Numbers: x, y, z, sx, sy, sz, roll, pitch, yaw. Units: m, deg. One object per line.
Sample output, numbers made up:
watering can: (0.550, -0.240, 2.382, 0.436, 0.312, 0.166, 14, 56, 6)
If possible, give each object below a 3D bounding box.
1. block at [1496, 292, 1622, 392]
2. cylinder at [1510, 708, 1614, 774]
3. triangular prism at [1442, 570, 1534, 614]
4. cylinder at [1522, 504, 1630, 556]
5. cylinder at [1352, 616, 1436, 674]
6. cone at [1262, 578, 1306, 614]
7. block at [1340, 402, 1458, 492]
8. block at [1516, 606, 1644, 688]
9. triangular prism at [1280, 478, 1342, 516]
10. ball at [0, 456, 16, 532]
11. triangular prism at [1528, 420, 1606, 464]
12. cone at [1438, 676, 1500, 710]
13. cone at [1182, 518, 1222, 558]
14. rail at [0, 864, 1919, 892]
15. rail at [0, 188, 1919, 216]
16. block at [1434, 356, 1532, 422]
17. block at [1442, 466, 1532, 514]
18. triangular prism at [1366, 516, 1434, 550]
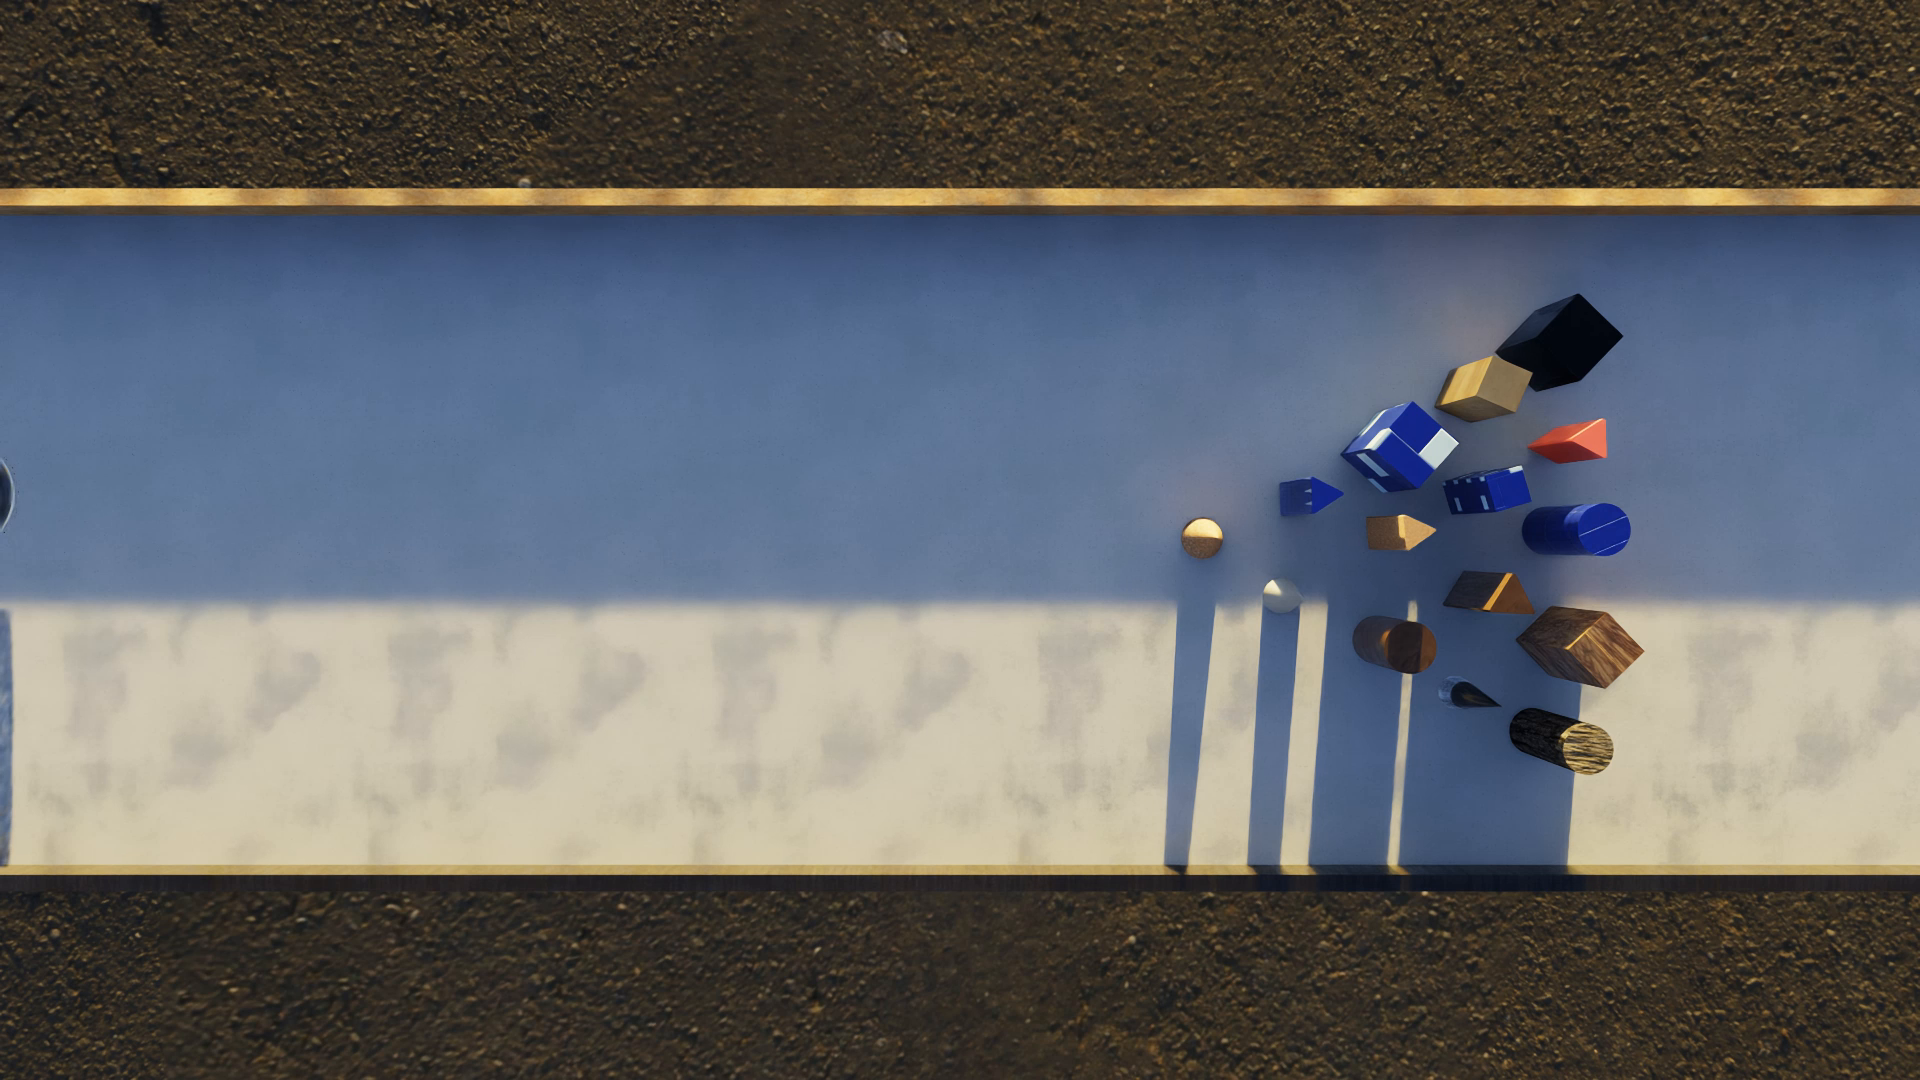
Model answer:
block: (1.771, -0.581, 4.895, 0.178, 0.363, 0.178, 44, 90, 0)
cylinder: (1.762, 0.588, 4.850, 0.142, 0.453, 0.142, 0, 90, 0)
triangular prism: (1.552, 0.149, 4.851, 0.126, 0.450, 0.109, 3, 90, 0)
cylinder: (1.804, -0.029, 4.847, 0.149, 0.459, 0.149, 0, 90, 0)
cylinder: (1.283, 0.307, 4.886, 0.150, 0.380, 0.150, 0, 90, 0)
cone: (0.989, 0.170, 4.897, 0.113, 0.358, 0.113, 0, 90, 0)
block: (1.294, -0.270, 4.881, 0.177, 0.391, 0.177, 42, 90, 0)
block: (1.817, 0.310, 4.856, 0.153, 0.441, 0.153, -44, 90, 0)
triangular prism: (1.009, -0.140, 4.849, 0.102, 0.455, 0.088, -33, 90, 0)
ball: (-3.013, -0.137, 4.890, 0.372, 0.372, 0.372, 0, 90, 0)
triangular prism: (1.817, -0.303, 4.892, 0.110, 0.370, 0.095, 28, 90, 0)
cone: (1.525, 0.469, 4.857, 0.104, 0.439, 0.104, 0, 90, 0)
cone: (0.745, -0.006, 4.921, 0.128, 0.311, 0.128, 0, 90, 0)
rail: (-2.247, 1.025, 5.001, 12.000, 0.150, 0.050, 0, 90, 0)
rail: (-2.247, -1.025, 5.002, 12.000, 0.150, 0.050, 0, 90, 0)
block: (1.539, -0.441, 4.869, 0.123, 0.414, 0.123, 24, 90, 0)
block: (1.548, -0.144, 4.864, 0.105, 0.424, 0.105, -17, 90, 0)
triangular prism: (1.276, -0.034, 4.860, 0.098, 0.432, 0.085, -35, 90, 0)
